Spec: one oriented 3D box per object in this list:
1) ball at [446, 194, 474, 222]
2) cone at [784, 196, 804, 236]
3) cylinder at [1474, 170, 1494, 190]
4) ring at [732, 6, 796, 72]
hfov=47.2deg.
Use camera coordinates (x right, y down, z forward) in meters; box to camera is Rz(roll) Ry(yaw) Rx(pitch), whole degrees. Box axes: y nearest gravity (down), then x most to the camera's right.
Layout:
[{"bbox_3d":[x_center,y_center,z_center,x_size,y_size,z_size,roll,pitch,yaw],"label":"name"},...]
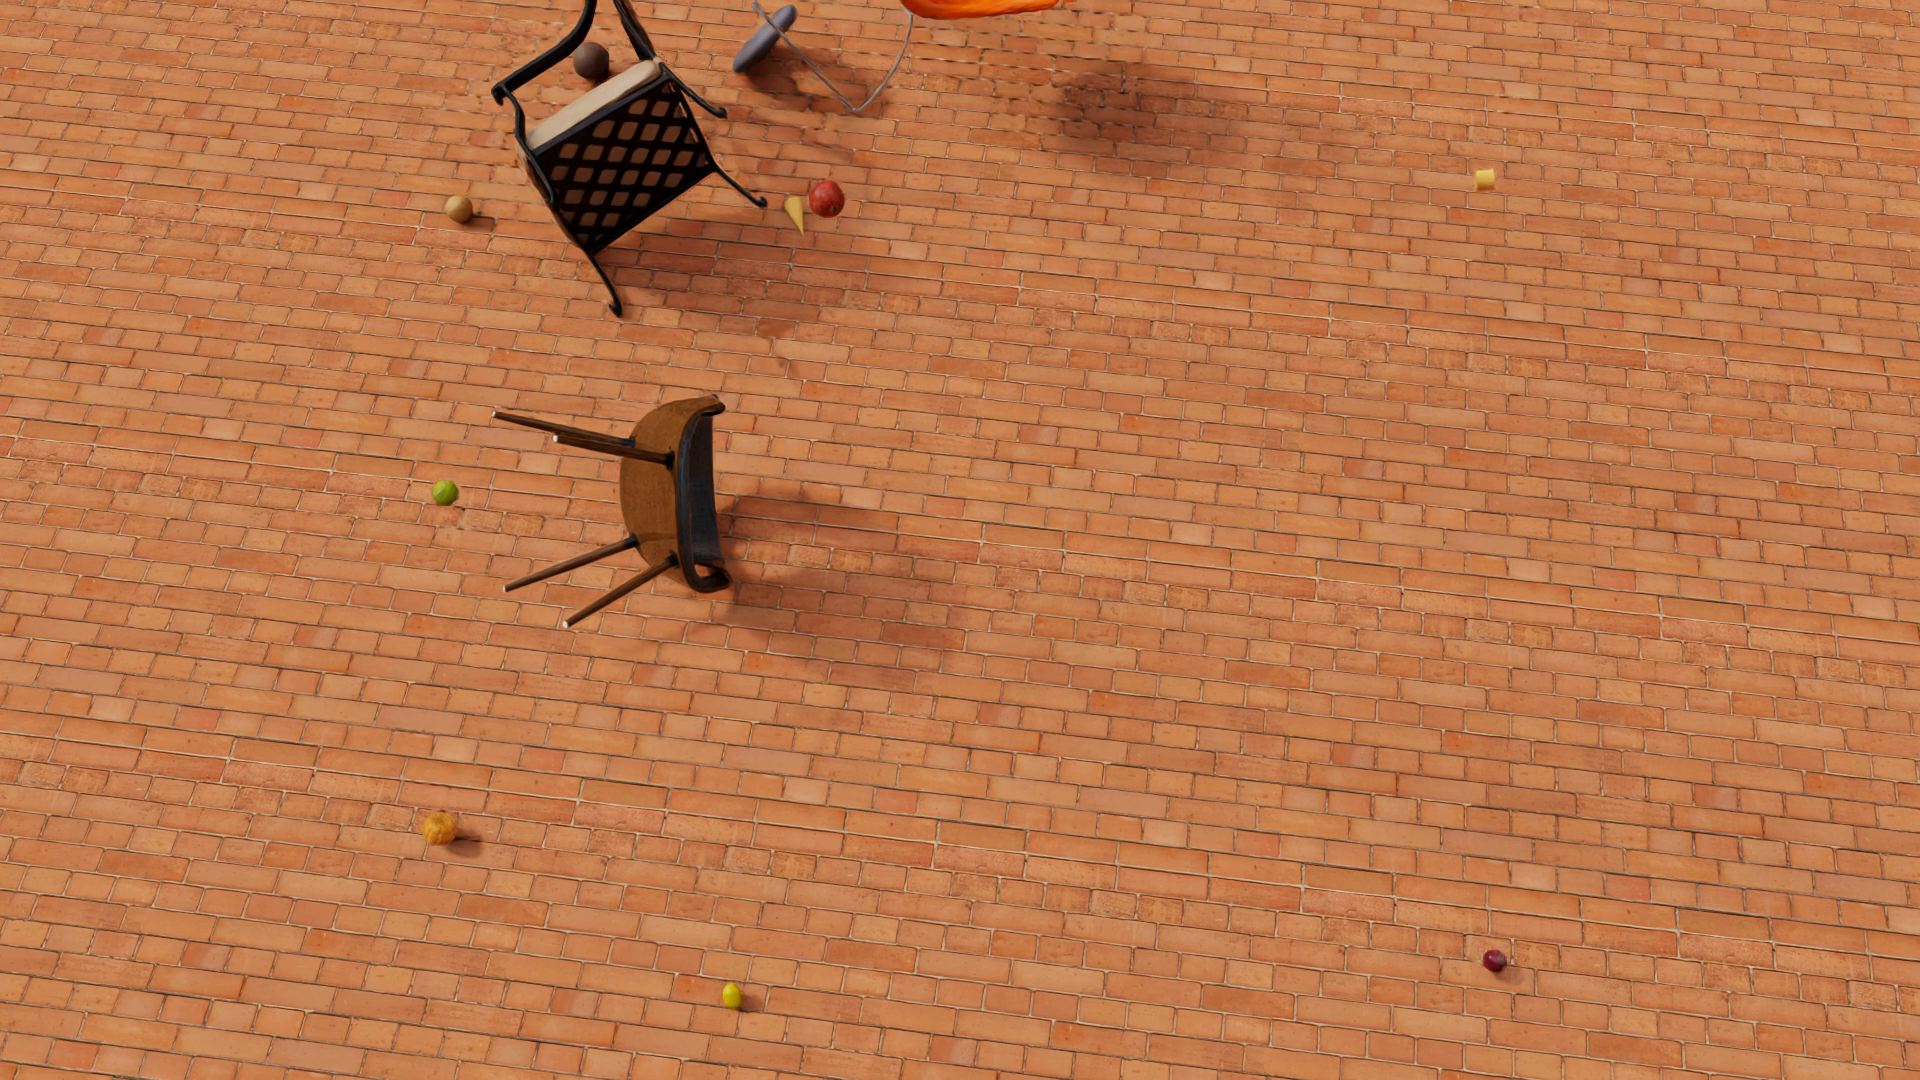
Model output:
[{"bbox_3d":[-1.652,-1.093,7.253,0.090,0.090,0.090,0,56,0],"label":"ball"},{"bbox_3d":[-0.534,-1.059,7.265,0.065,0.067,0.134,-8,69,-29],"label":"cone"},{"bbox_3d":[1.580,-1.084,6.624,0.050,0.074,0.060,-3,81,8],"label":"cylinder"},{"bbox_3d":[-0.670,-1.720,7.547,0.062,0.379,0.283,42,72,-15],"label":"ring"}]
